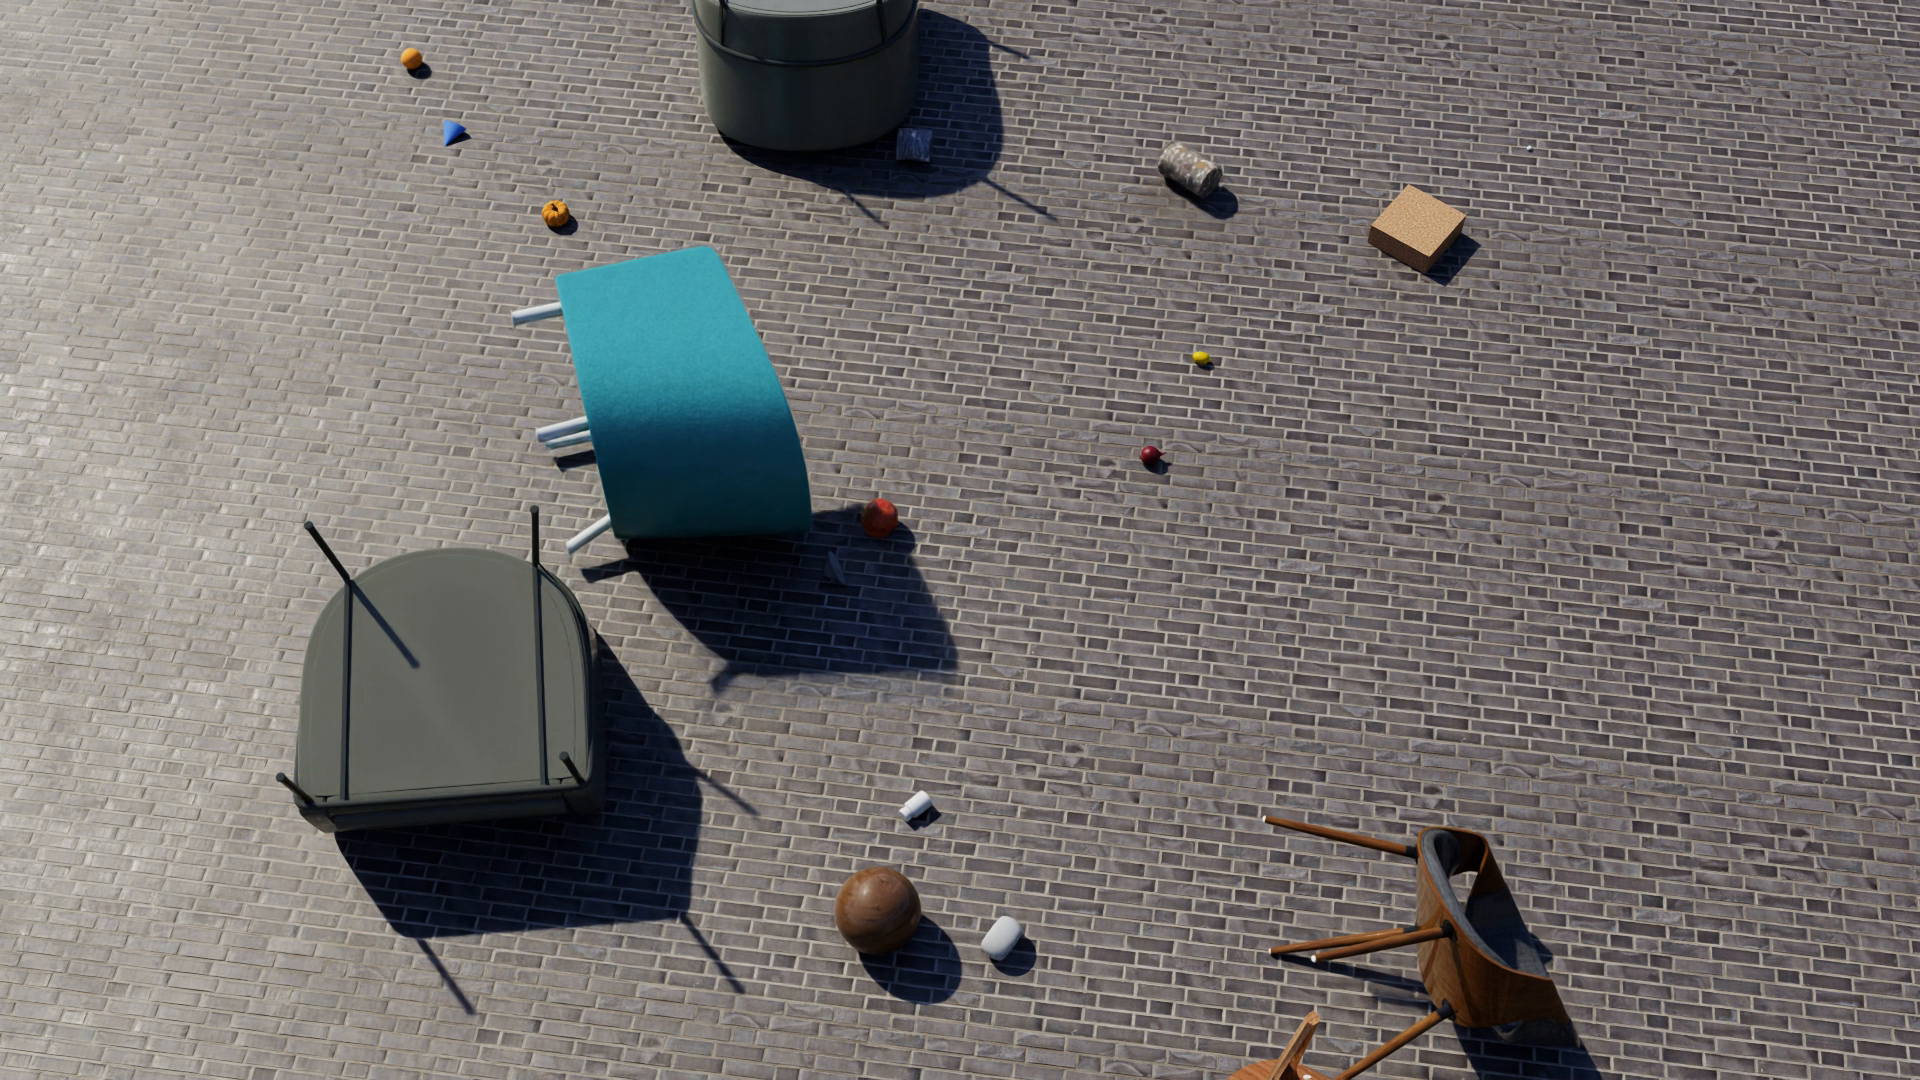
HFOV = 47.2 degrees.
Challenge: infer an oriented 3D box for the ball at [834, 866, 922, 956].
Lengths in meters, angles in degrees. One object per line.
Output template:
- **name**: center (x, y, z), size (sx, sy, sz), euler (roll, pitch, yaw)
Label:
- **ball**: center (-0.216, 0.974, 5.782), size (0.230, 0.230, 0.230), euler (0, 56, 0)

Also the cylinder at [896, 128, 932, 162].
- **cylinder**: center (-0.153, -1.331, 7.419), size (0.111, 0.080, 0.121), euler (4, 59, 3)

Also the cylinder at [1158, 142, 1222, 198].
- **cylinder**: center (0.765, -1.231, 7.327), size (0.172, 0.113, 0.134), euler (36, 23, 22)

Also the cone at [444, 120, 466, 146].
- **cone**: center (-1.736, -1.374, 7.482), size (0.085, 0.049, 0.086), euler (18, 74, 10)

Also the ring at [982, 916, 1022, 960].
- **ring**: center (0.111, 1.053, 5.818), size (0.074, 0.083, 0.121), euler (36, 65, 11)

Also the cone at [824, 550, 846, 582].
- **cone**: center (-0.384, 0.093, 6.496), size (0.050, 0.062, 0.121), euler (-34, 56, 16)

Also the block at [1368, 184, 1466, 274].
- **block**: center (1.497, -1.020, 7.208), size (0.220, 0.084, 0.229), euler (33, 62, 20)
